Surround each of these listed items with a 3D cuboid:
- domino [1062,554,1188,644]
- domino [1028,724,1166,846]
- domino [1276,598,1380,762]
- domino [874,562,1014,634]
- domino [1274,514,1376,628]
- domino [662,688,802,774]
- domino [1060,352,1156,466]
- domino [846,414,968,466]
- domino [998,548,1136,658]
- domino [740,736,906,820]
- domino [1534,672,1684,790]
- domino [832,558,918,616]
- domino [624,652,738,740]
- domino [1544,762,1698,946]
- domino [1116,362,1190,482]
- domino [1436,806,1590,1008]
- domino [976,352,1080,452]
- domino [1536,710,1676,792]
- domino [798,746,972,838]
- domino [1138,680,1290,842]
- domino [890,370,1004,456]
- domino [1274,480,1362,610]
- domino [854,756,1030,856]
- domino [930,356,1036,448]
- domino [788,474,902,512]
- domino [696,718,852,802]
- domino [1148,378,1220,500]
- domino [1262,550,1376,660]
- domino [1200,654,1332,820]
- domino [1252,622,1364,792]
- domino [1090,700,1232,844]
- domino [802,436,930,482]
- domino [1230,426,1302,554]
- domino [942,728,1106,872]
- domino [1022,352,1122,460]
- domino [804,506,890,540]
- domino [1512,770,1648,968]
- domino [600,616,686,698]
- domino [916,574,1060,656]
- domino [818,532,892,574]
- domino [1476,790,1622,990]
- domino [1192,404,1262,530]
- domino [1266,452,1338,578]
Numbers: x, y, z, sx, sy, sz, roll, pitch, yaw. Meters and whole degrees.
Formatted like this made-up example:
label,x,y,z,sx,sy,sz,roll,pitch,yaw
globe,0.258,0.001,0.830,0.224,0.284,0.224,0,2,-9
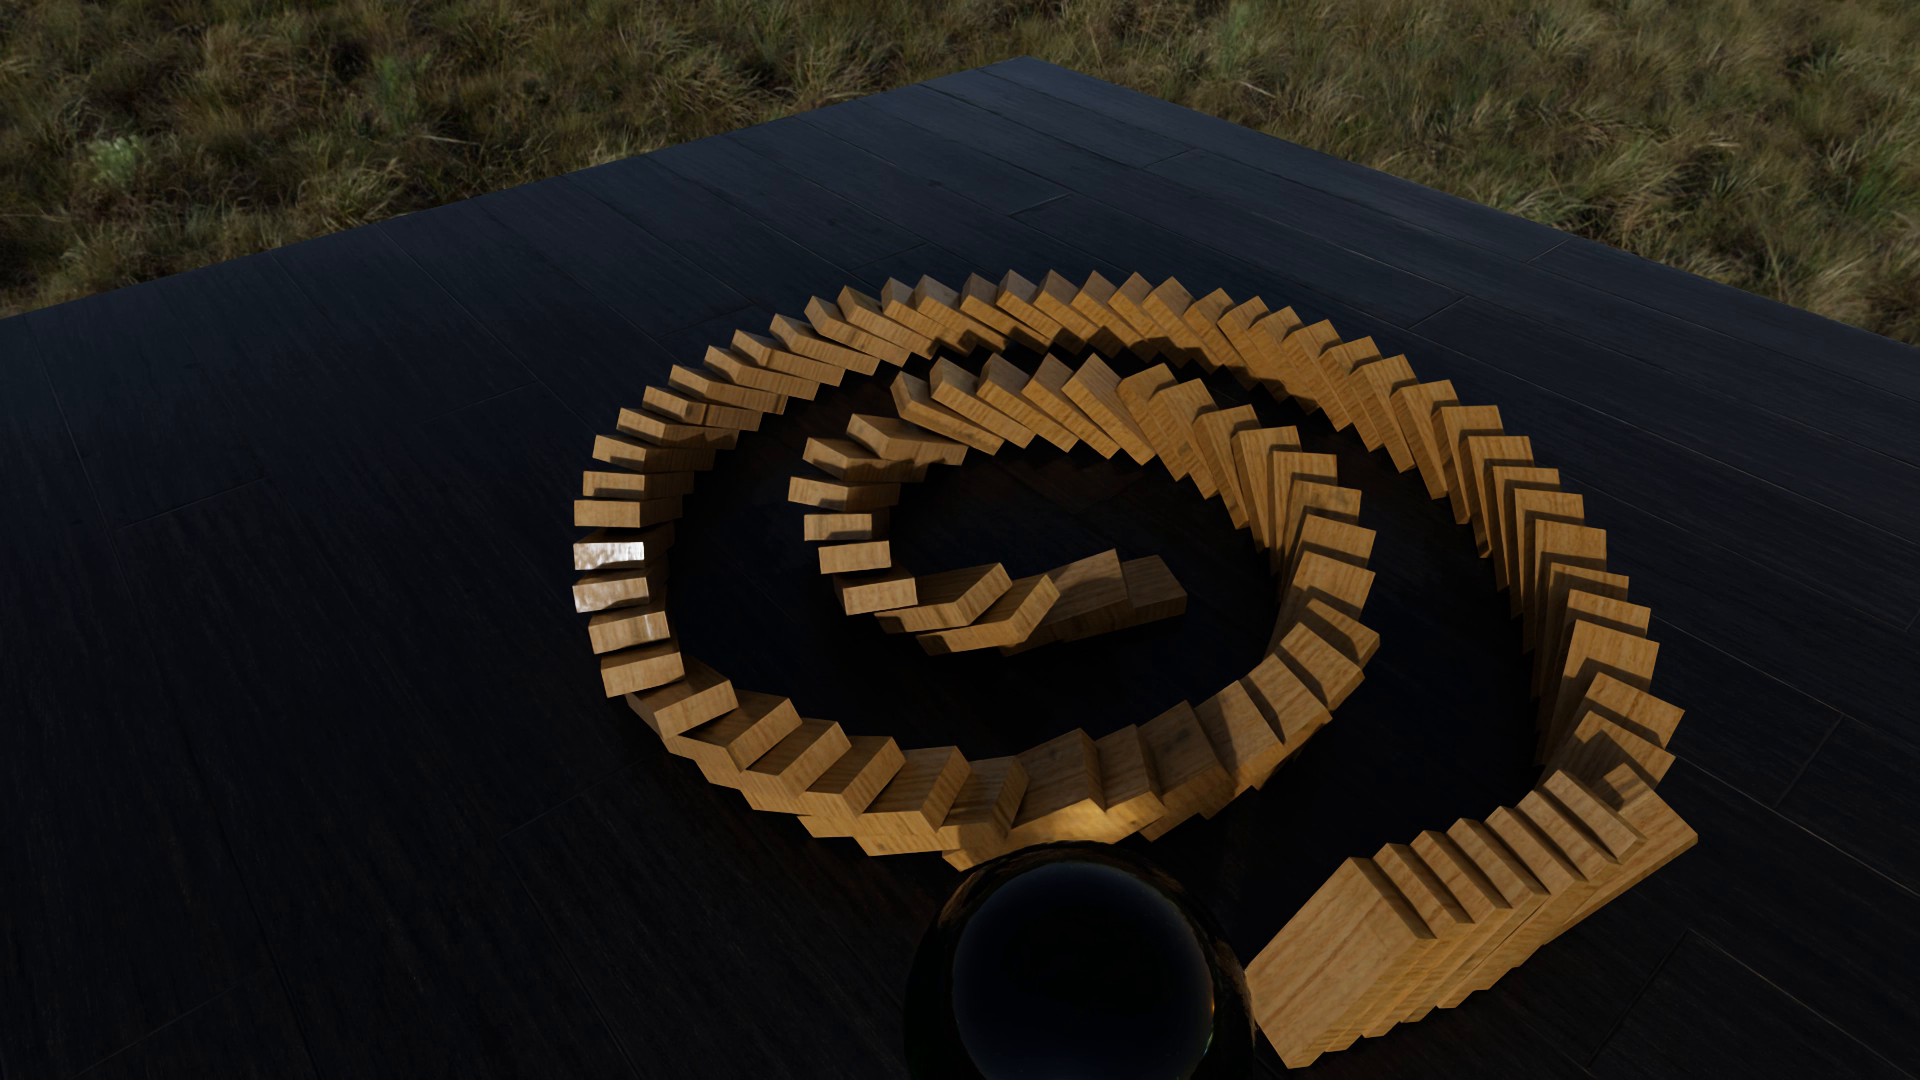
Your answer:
label,x,y,z,sx,sy,sz,roll,pitch,yaw
domino,0.058,0.022,0.417,0.050,0.010,0.025,-12,41,-14
domino,0.034,0.077,0.330,0.050,0.010,0.025,-28,36,17
domino,0.116,0.046,0.369,0.025,0.010,0.050,33,77,34
domino,-0.007,0.021,0.395,0.025,0.010,0.050,-40,17,-35
domino,0.133,0.018,0.402,0.025,0.010,0.050,16,73,17
domino,-0.074,0.059,0.351,0.025,0.010,0.050,-38,21,-33
domino,0.071,-0.059,0.494,0.050,0.009,0.025,43,44,-4
domino,-0.022,-0.043,0.478,0.025,0.009,0.050,36,22,35
domino,0.036,0.023,0.399,0.050,0.010,0.025,-20,43,12
domino,-0.043,0.072,0.337,0.050,0.010,0.025,-9,26,43
domino,0.198,0.069,0.340,0.025,0.010,0.050,29,79,30
domino,-0.032,0.016,0.404,0.025,0.009,0.050,-8,9,-10
domino,-0.094,0.051,0.363,0.025,0.010,0.050,-23,15,-25
domino,0.177,0.089,0.312,0.050,0.010,0.025,-39,49,9
domino,0.093,-0.053,0.488,0.025,0.010,0.050,-25,76,-29
domino,0.139,0.098,0.295,0.009,0.050,0.025,19,25,-39
domino,0.032,-0.062,0.499,0.050,0.010,0.025,31,36,-14
domino,0.186,0.079,0.328,0.025,0.010,0.050,33,81,34
domino,-0.023,0.076,0.331,0.050,0.009,0.025,-13,29,37
domino,0.072,0.068,0.339,0.050,0.010,0.025,-36,44,9
domino,-0.006,-0.057,0.493,0.050,0.009,0.025,20,30,-29
domino,0.136,0.004,0.418,0.025,0.009,0.050,10,72,9
domino,-0.006,0.079,0.327,0.050,0.010,0.025,-16,29,34
domino,0.010,-0.062,0.497,0.050,0.009,0.025,27,29,-20
domino,-0.046,-0.020,0.447,0.025,0.009,0.050,11,9,20
domino,-0.059,0.066,0.342,0.050,0.009,0.025,-5,29,49
domino,0.105,-0.044,0.477,0.025,0.010,0.050,-21,74,-28
domino,0.125,0.031,0.387,0.025,0.009,0.050,19,73,22
domino,0.089,0.062,0.347,0.050,0.009,0.025,-41,48,5
domino,0.103,0.054,0.356,0.050,0.010,0.025,-47,53,0
domino,0.054,0.073,0.334,0.050,0.010,0.025,-33,41,11
domino,-0.039,-0.034,0.465,0.025,0.010,0.050,28,18,34
domino,0.129,-0.021,0.448,0.025,0.010,0.050,-6,73,-8
domino,0.018,0.077,0.327,0.050,0.010,0.025,-28,36,21
domino,0.054,-0.061,0.498,0.050,0.010,0.025,37,43,-6
domino,-0.043,-0.007,0.430,0.025,0.009,0.050,-1,5,4
domino,0.160,0.091,0.304,0.010,0.050,0.025,17,24,-41
domino,-0.109,0.039,0.378,0.025,0.010,0.050,-12,13,-15
domino,0.009,0.027,0.387,0.050,0.009,0.025,-15,26,48
domino,-0.039,0.004,0.416,0.025,0.010,0.050,-6,4,-3
domino,0.149,0.095,0.298,0.009,0.050,0.025,19,25,-39
domino,0.119,-0.031,0.463,0.025,0.009,0.050,-13,71,-16
domino,0.136,-0.009,0.434,0.025,0.010,0.050,3,72,0
